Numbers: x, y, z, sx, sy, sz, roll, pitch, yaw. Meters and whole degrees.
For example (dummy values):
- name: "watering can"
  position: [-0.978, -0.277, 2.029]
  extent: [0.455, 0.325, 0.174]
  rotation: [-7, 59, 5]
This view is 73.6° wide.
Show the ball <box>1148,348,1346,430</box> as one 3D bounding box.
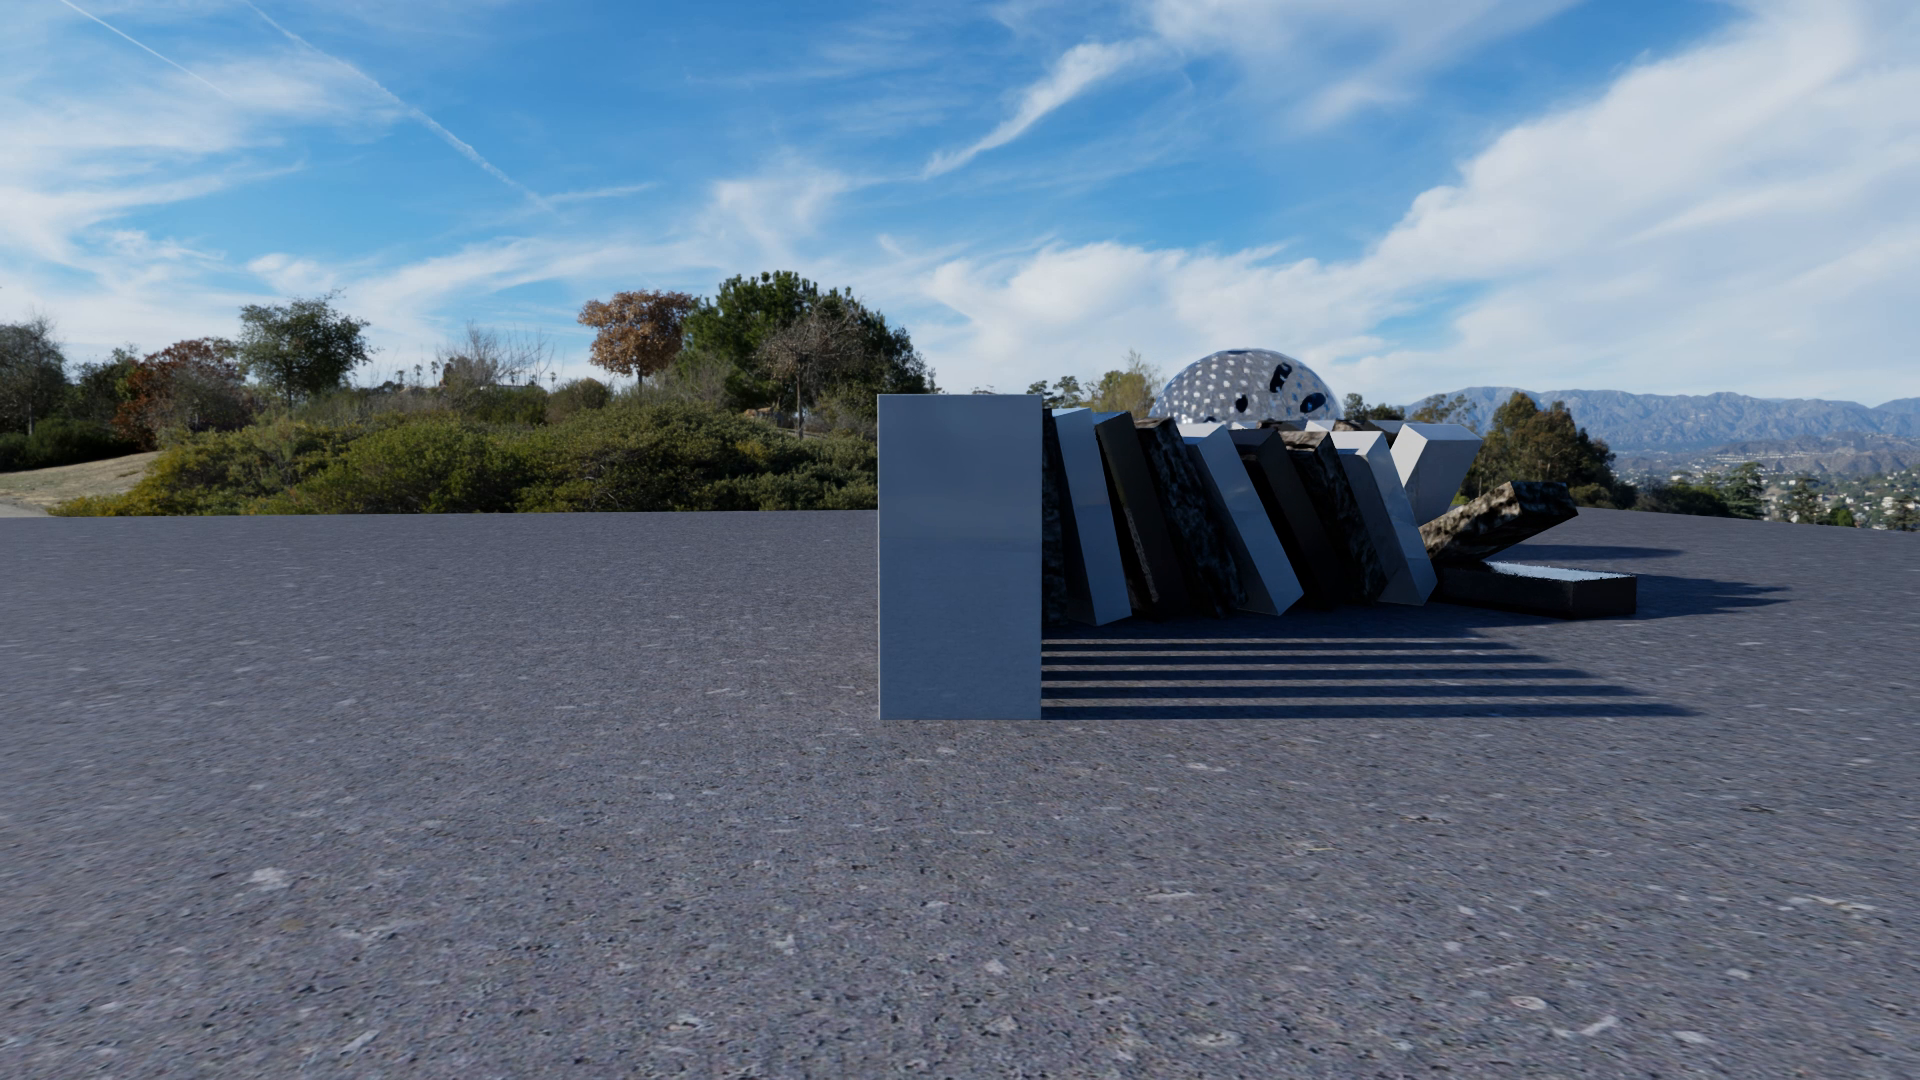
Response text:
- name: "ball"
  position: [0.112, -0.035, 0.505]
  extent: [0.080, 0.080, 0.080]
  rotation: [0, 4, 0]

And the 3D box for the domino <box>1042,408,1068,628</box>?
- name: "domino"
  position: [0.014, -0.006, 0.305]
  extent: [0.010, 0.050, 0.025]
  rotation: [-7, 7, -21]

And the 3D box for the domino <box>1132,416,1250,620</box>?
- name: "domino"
  position: [0.052, -0.006, 0.318]
  extent: [0.009, 0.050, 0.025]
  rotation: [-30, 15, -19]

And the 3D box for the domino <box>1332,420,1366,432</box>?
- name: "domino"
  position: [0.120, -0.012, 0.397]
  extent: [0.025, 0.050, 0.010]
  rotation: [-3, 28, -33]

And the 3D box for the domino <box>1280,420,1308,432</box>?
- name: "domino"
  position: [0.109, -0.013, 0.414]
  extent: [0.025, 0.050, 0.010]
  rotation: [-3, 28, -32]

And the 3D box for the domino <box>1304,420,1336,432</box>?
- name: "domino"
  position: [0.114, -0.013, 0.405]
  extent: [0.025, 0.050, 0.010]
  rotation: [-3, 28, -33]

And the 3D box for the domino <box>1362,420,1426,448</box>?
- name: "domino"
  position: [0.126, -0.011, 0.387]
  extent: [0.025, 0.050, 0.009]
  rotation: [-3, 29, -33]

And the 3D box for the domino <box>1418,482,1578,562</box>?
- name: "domino"
  position: [0.141, -0.001, 0.357]
  extent: [0.025, 0.009, 0.050]
  rotation: [0, -23, -33]

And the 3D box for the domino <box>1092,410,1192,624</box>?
- name: "domino"
  position: [0.039, -0.006, 0.313]
  extent: [0.009, 0.050, 0.025]
  rotation: [-23, 12, -19]

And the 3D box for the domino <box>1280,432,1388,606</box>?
- name: "domino"
  position: [0.091, -0.005, 0.335]
  extent: [0.025, 0.050, 0.009]
  rotation: [5, 43, 48]

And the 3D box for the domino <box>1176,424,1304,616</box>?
- name: "domino"
  position: [0.065, -0.005, 0.323]
  extent: [0.009, 0.050, 0.025]
  rotation: [-37, 20, -21]

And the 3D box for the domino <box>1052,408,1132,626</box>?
- name: "domino"
  position: [0.026, -0.006, 0.308]
  extent: [0.009, 0.050, 0.025]
  rotation: [-16, 10, -20]

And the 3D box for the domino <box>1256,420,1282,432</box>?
- name: "domino"
  position: [0.103, -0.014, 0.422]
  extent: [0.025, 0.050, 0.009]
  rotation: [-3, 28, -32]

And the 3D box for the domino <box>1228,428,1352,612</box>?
- name: "domino"
  position: [0.079, -0.005, 0.329]
  extent: [0.009, 0.050, 0.025]
  rotation: [-42, 25, -24]

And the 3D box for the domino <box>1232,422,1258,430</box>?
- name: "domino"
  position: [0.097, -0.015, 0.431]
  extent: [0.025, 0.050, 0.009]
  rotation: [-3, 28, -32]

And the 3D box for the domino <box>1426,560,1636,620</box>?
- name: "domino"
  position: [0.146, 0.013, 0.337]
  extent: [0.025, 0.010, 0.050]
  rotation: [-2, 5, -29]

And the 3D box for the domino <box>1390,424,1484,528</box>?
- name: "domino"
  position: [0.131, -0.010, 0.376]
  extent: [0.025, 0.050, 0.009]
  rotation: [-3, 35, -32]

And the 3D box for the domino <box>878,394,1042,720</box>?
- name: "domino"
  position: [0.000, 0.002, 0.201]
  extent: [0.025, 0.050, 0.009]
  rotation: [0, 4, 0]

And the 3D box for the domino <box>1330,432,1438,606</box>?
- name: "domino"
  position: [0.105, -0.006, 0.338]
  extent: [0.025, 0.050, 0.009]
  rotation: [5, 43, 48]
